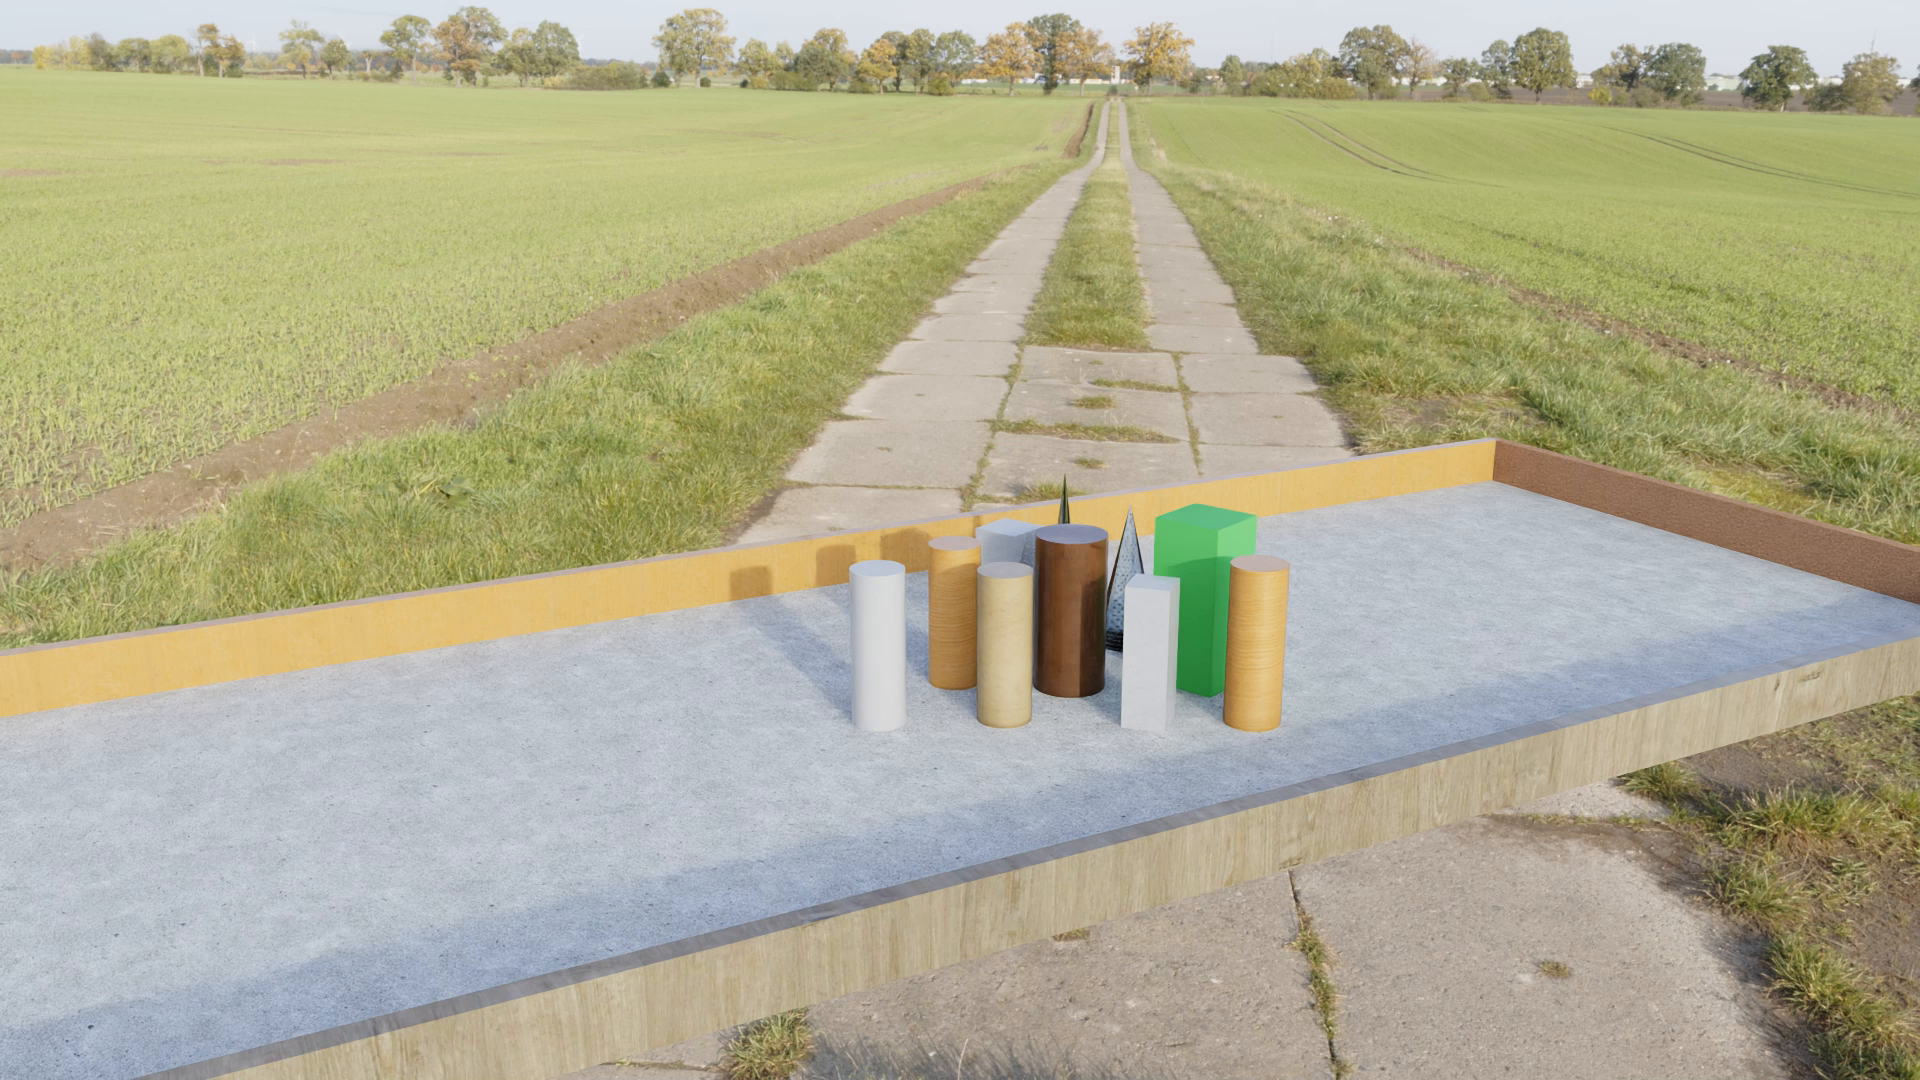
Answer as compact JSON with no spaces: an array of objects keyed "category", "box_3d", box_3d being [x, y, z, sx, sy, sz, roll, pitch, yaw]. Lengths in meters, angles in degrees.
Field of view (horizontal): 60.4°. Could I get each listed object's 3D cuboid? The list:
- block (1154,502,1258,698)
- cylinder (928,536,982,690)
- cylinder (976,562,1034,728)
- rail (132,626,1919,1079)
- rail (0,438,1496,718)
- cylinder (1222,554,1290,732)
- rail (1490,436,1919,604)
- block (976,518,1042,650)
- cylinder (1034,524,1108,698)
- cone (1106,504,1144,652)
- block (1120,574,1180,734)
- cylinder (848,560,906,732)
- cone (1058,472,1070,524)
[{"category":"block","box_3d":[0.603,0.147,4.099,0.179,0.427,0.179,14,21,39]},{"category":"cylinder","box_3d":[-0.013,0.181,4.099,0.131,0.361,0.131,0,16,0]},{"category":"cylinder","box_3d":[0.105,0.246,3.865,0.131,0.368,0.131,0,16,0]},{"category":"rail","box_3d":[-2.336,1.006,1.665,12.000,0.150,0.050,-9,18,-27]},{"category":"rail","box_3d":[-3.305,0.497,3.399,12.000,0.150,0.050,-9,18,-27]},{"category":"cylinder","box_3d":[0.690,0.240,3.845,0.135,0.390,0.135,0,16,0]},{"category":"rail","box_3d":[2.466,-0.048,5.253,0.050,0.150,2.100,-9,18,-27]},{"category":"block","box_3d":[0.130,0.126,4.335,0.128,0.333,0.128,13,21,37]},{"category":"cylinder","box_3d":[0.272,0.173,4.069,0.180,0.393,0.180,0,16,0]},{"category":"cone","box_3d":[0.447,0.087,4.376,0.173,0.384,0.173,0,16,0]},{"category":"block","box_3d":[0.444,0.264,3.842,0.105,0.347,0.105,6,17,19]},{"category":"cylinder","box_3d":[-0.190,0.246,3.846,0.130,0.378,0.130,0,16,0]},{"category":"cone","box_3d":[0.287,0.014,4.561,0.102,0.421,0.102,0,16,0]}]
